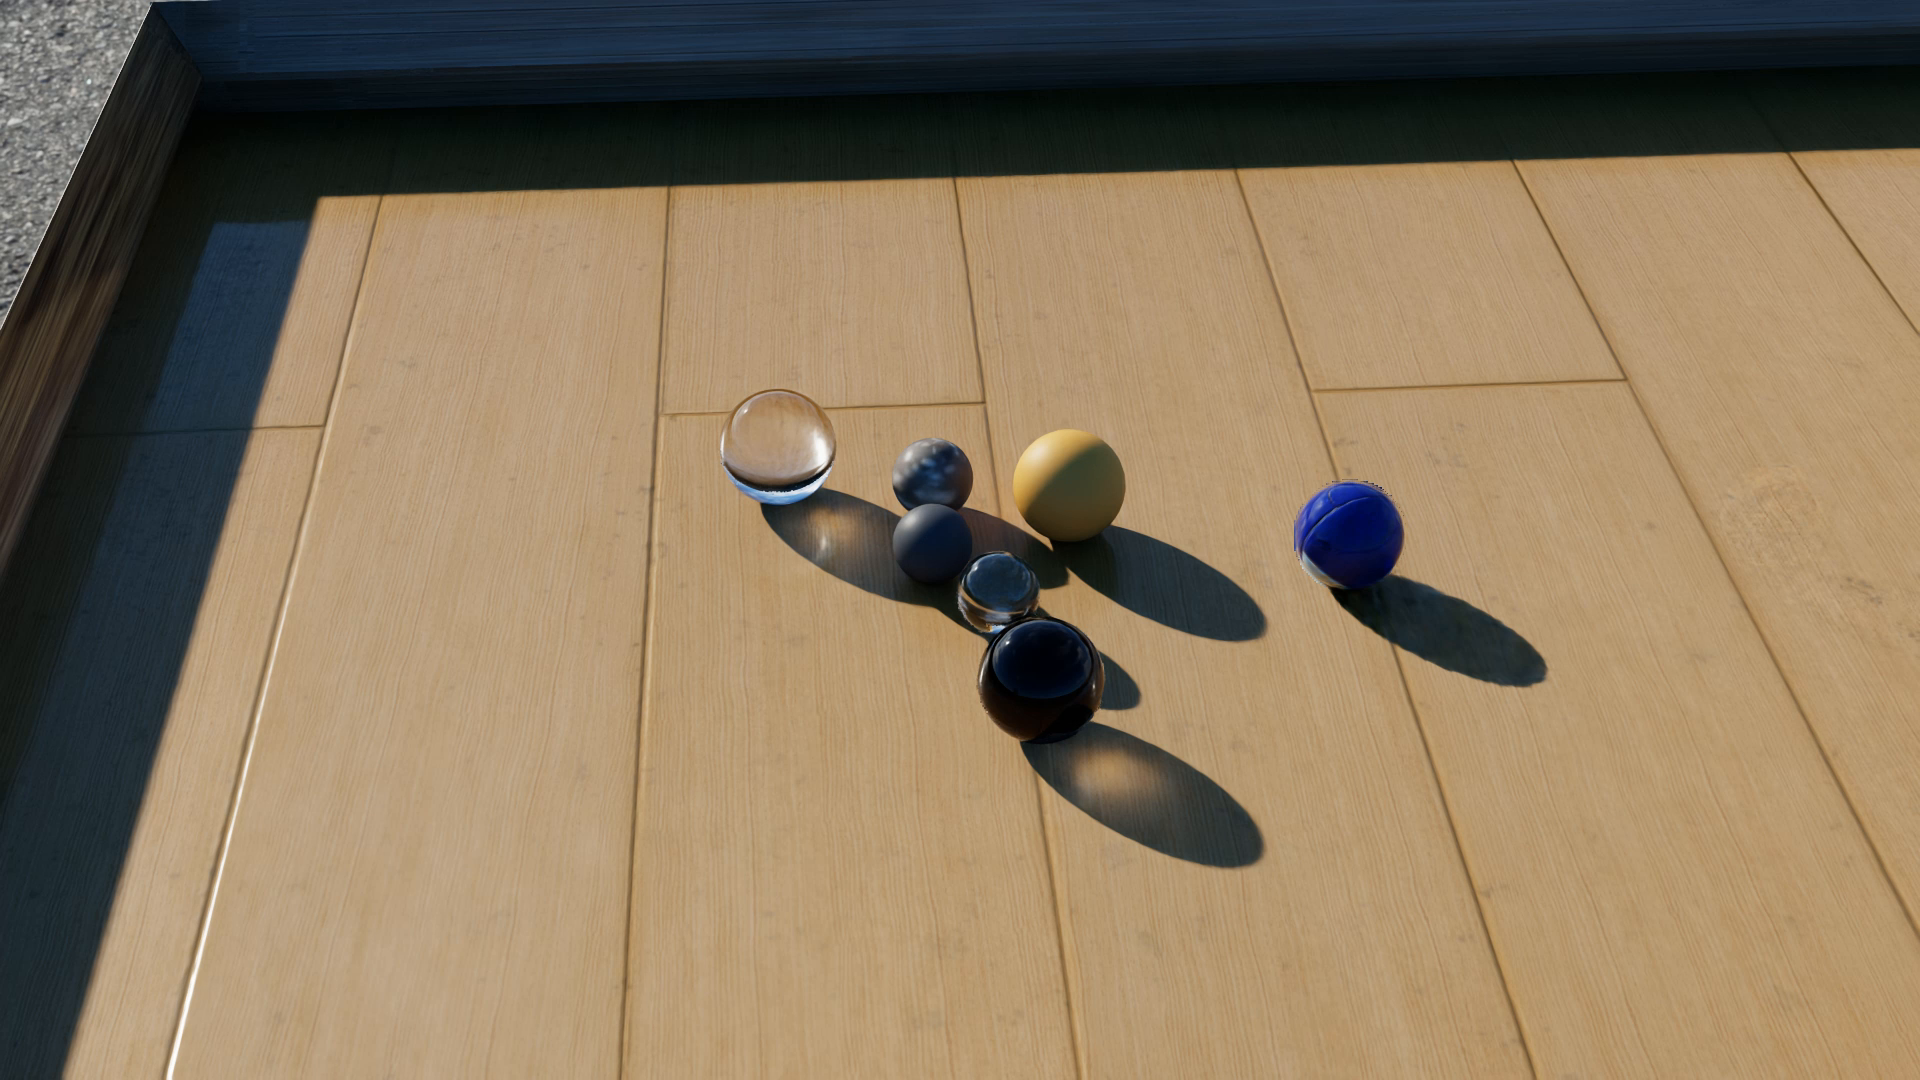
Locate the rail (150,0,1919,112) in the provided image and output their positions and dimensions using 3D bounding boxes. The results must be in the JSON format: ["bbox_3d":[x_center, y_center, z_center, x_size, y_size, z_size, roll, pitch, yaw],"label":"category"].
[{"bbox_3d":[0.628,-0.478,2.391,2.714,0.109,0.045,-2,36,-3],"label":"rail"}]

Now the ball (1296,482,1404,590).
[{"bbox_3d":[0.267,-0.003,1.758,0.074,0.074,0.074,0,35,0],"label":"ball"}]

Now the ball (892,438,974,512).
[{"bbox_3d":[-0.020,-0.044,1.829,0.058,0.058,0.058,0,35,0],"label":"ball"}]

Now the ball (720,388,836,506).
[{"bbox_3d":[-0.130,-0.067,1.839,0.084,0.084,0.084,0,35,0],"label":"ball"}]

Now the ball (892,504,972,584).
[{"bbox_3d":[-0.019,0.003,1.766,0.055,0.055,0.055,0,35,0],"label":"ball"}]

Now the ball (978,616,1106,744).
[{"bbox_3d":[0.051,0.089,1.624,0.081,0.081,0.081,0,35,0],"label":"ball"}]

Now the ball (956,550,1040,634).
[{"bbox_3d":[0.026,0.035,1.719,0.056,0.056,0.056,0,35,0],"label":"ball"}]

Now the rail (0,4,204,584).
[{"bbox_3d":[-0.653,0.008,1.711,0.045,0.109,1.547,-2,36,-3],"label":"rail"}]

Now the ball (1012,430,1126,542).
[{"bbox_3d":[0.077,-0.038,1.803,0.080,0.080,0.080,0,35,0],"label":"ball"}]
